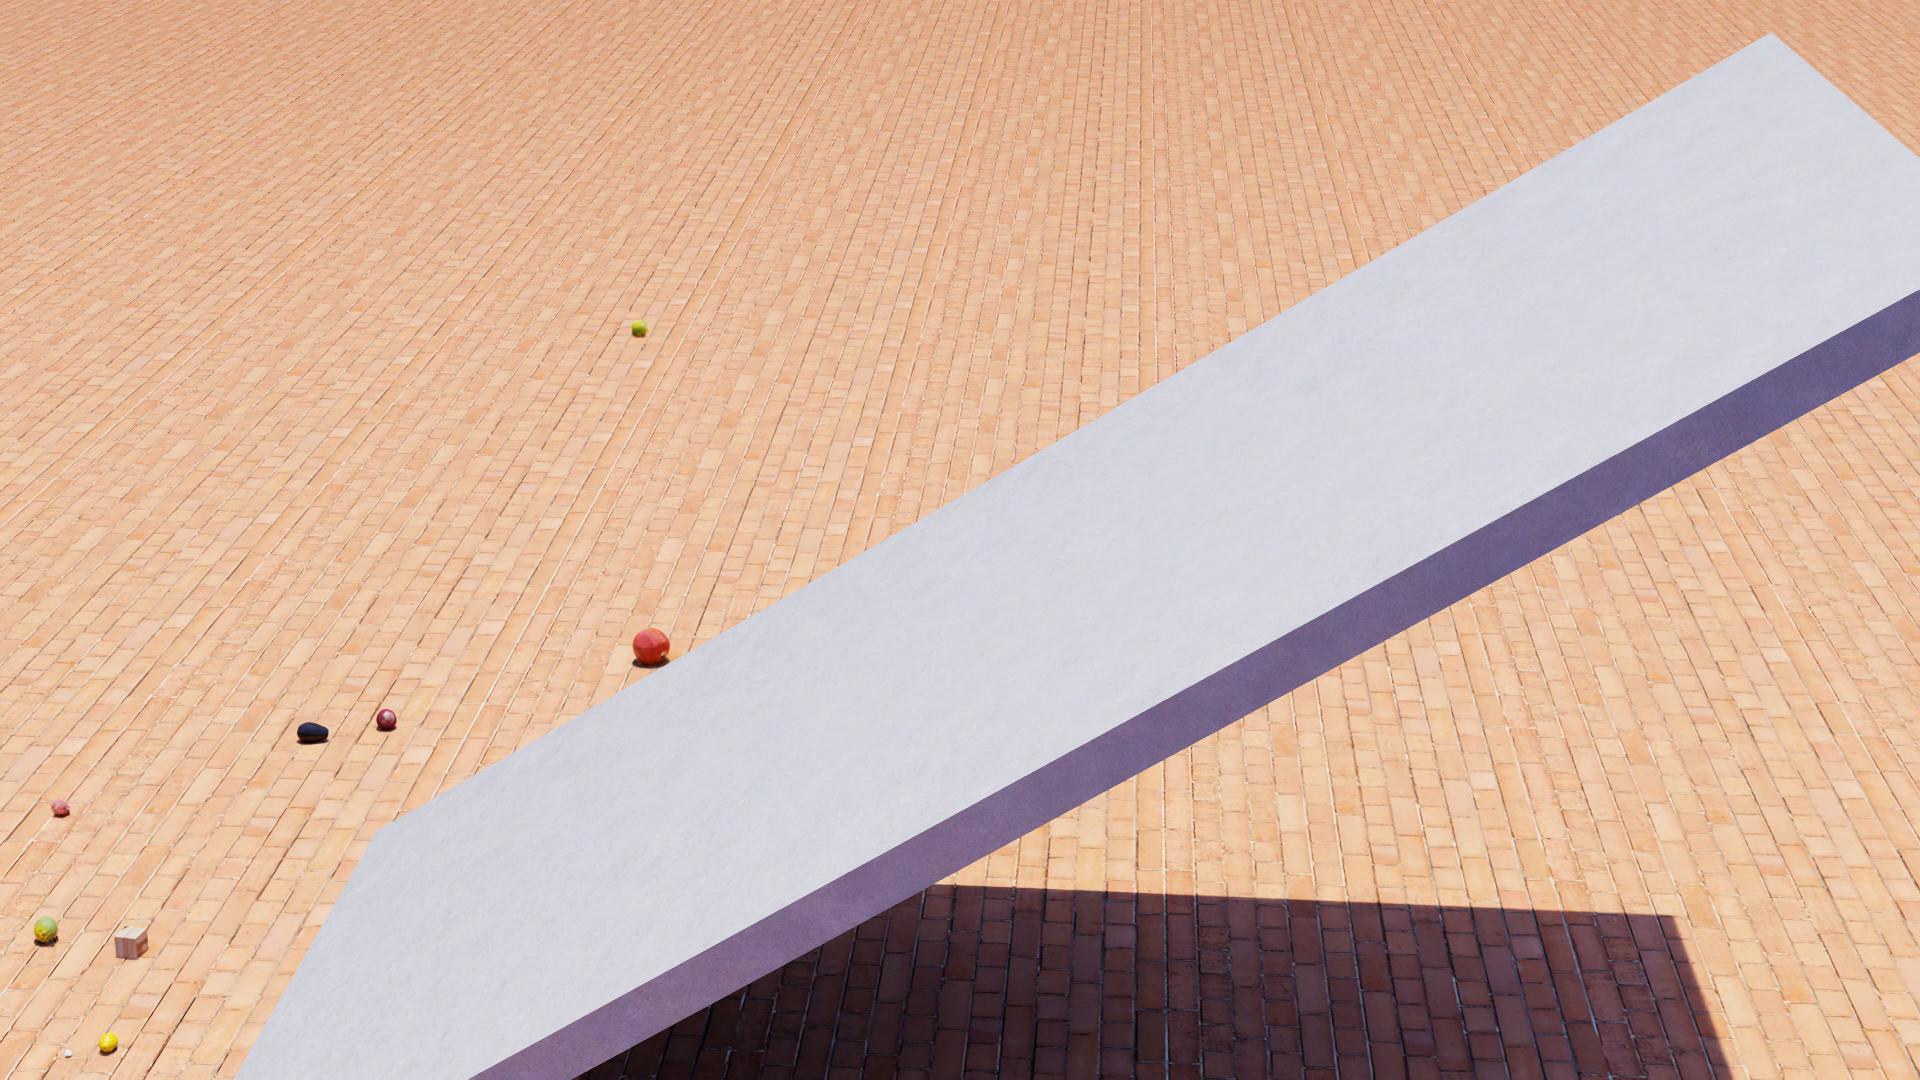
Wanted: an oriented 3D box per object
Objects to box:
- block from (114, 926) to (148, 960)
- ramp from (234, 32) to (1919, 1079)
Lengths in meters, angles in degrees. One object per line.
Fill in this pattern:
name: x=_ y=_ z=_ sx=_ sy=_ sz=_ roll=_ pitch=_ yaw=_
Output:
block: x=-2.027 y=0.985 z=7.194 sx=0.057 sy=0.057 sz=0.057 roll=4 pitch=20 yaw=12
ramp: x=0.141 y=0.169 z=6.290 sx=4.000 sy=0.100 sz=2.000 roll=-30 pitch=15 yaw=13
